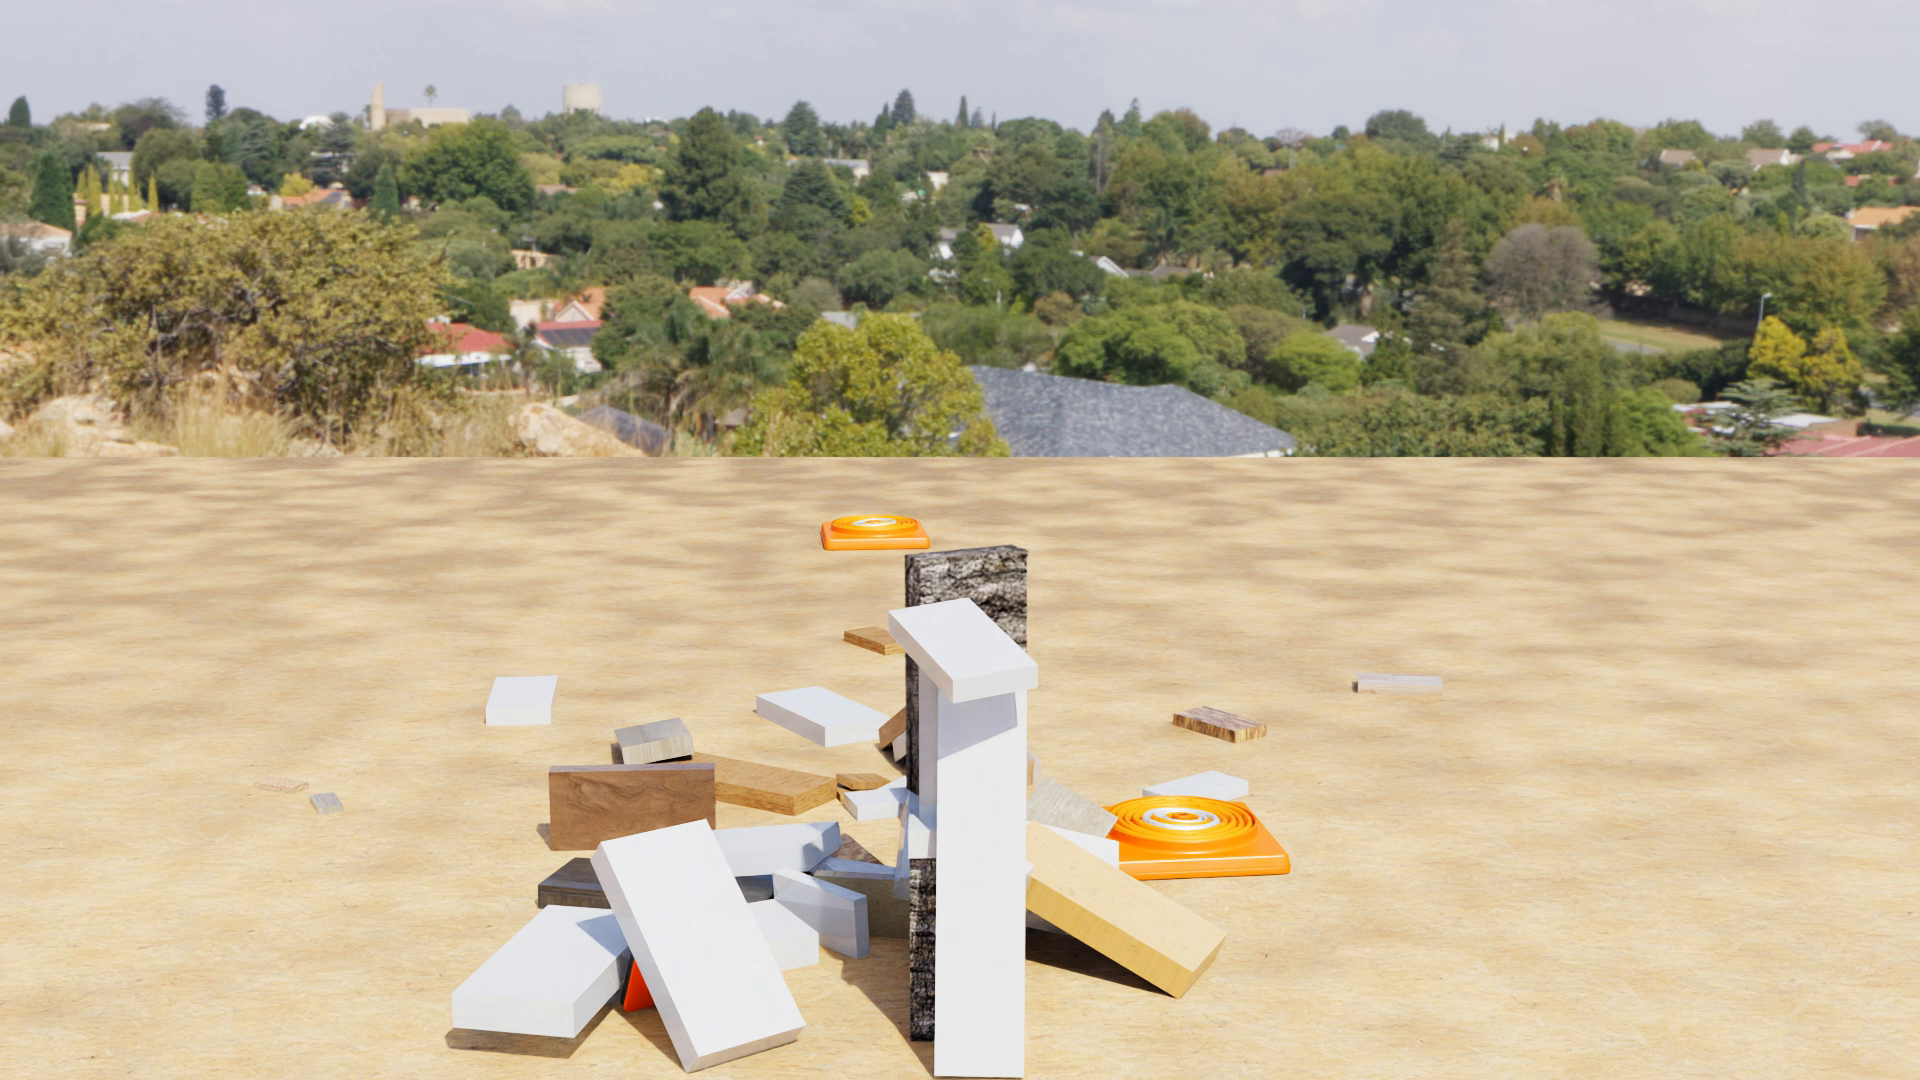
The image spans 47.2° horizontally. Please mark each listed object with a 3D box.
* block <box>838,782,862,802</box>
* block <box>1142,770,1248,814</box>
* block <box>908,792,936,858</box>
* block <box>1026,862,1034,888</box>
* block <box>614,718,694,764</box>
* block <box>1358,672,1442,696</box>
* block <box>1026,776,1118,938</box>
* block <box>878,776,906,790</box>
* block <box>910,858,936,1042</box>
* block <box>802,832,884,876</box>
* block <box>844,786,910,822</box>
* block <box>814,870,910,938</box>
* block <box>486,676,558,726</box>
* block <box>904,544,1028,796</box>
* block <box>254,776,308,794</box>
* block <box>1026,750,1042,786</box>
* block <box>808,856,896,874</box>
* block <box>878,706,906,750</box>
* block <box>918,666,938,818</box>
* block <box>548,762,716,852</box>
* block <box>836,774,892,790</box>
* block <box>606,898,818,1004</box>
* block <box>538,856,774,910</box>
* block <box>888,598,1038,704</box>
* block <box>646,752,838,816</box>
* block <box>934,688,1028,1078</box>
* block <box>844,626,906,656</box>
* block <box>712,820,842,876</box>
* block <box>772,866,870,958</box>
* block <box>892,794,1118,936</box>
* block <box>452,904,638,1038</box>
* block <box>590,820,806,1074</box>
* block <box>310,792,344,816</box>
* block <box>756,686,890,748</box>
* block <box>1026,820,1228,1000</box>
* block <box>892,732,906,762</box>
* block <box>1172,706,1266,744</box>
[{"bbox_3d":[-0.215,0.480,4.221,0.051,0.015,0.103,-3,11,-15],"label":"block"},{"bbox_3d":[0.449,0.479,4.190,0.191,0.027,0.095,-9,14,-39],"label":"block"},{"bbox_3d":[-0.003,0.390,3.131,0.138,0.039,0.275,0,11,-1],"label":"block"},{"bbox_3d":[0.040,0.547,3.313,0.095,0.191,0.027,27,30,18],"label":"block"},{"bbox_3d":[-0.616,0.404,4.413,0.137,0.039,0.274,-10,5,-12],"label":"block"},{"bbox_3d":[0.999,0.329,5.002,0.186,0.026,0.093,2,11,9],"label":"block"},{"bbox_3d":[0.135,0.511,3.574,0.141,0.040,0.282,29,40,12],"label":"block"},{"bbox_3d":[-0.112,0.477,4.235,0.051,0.015,0.103,6,12,28],"label":"block"},{"bbox_3d":[0.000,0.562,3.065,0.138,0.275,0.039,0,11,1],"label":"block"},{"bbox_3d":[-0.215,0.551,3.663,0.099,0.028,0.197,37,24,21],"label":"block"},{"bbox_3d":[-0.113,0.492,4.125,0.191,0.027,0.095,-3,11,-18],"label":"block"},{"bbox_3d":[-0.135,0.577,3.478,0.191,0.095,0.027,2,11,10],"label":"block"},{"bbox_3d":[-0.962,0.352,4.843,0.137,0.039,0.274,-1,11,-7],"label":"block"},{"bbox_3d":[0.010,0.187,3.170,0.172,0.345,0.049,-5,12,-27],"label":"block"},{"bbox_3d":[-1.313,0.475,4.255,0.093,0.013,0.046,4,11,21],"label":"block"},{"bbox_3d":[0.027,0.380,3.891,0.152,0.043,0.304,-1,8,-15],"label":"block"},{"bbox_3d":[-0.142,0.557,3.613,0.197,0.028,0.099,14,3,-30],"label":"block"},{"bbox_3d":[-0.050,0.362,4.409,0.154,0.044,0.309,-3,-16,-18],"label":"block"},{"bbox_3d":[0.004,0.264,3.043,0.120,0.239,0.034,0,11,1],"label":"block"},{"bbox_3d":[-0.579,0.473,3.901,0.290,0.145,0.041,-1,11,-4],"label":"block"},{"bbox_3d":[-0.185,0.464,4.234,0.051,0.015,0.103,19,9,43],"label":"block"},{"bbox_3d":[-0.451,0.628,3.330,0.441,0.049,0.172,-6,12,-27],"label":"block"},{"bbox_3d":[-0.484,0.579,3.615,0.386,0.041,0.145,3,11,14],"label":"block"},{"bbox_3d":[0.001,0.146,2.967,0.120,0.034,0.239,-9,23,-20],"label":"block"},{"bbox_3d":[-0.434,0.465,4.236,0.387,0.039,0.137,7,12,32],"label":"block"},{"bbox_3d":[0.029,0.442,2.970,0.120,0.554,0.034,0,-3,2],"label":"block"},{"bbox_3d":[-0.198,0.249,5.434,0.093,0.026,0.186,-7,13,-35],"label":"block"},{"bbox_3d":[-0.356,0.512,3.613,0.290,0.041,0.145,-7,7,21],"label":"block"},{"bbox_3d":[-0.218,0.583,3.443,0.191,0.095,0.027,10,19,44],"label":"block"},{"bbox_3d":[0.076,0.519,3.469,0.349,0.049,0.175,13,39,-7],"label":"block"},{"bbox_3d":[-0.572,0.612,3.148,0.175,0.049,0.349,2,11,11],"label":"block"},{"bbox_3d":[-0.369,0.563,3.080,0.172,0.049,0.345,-8,56,-37],"label":"block"},{"bbox_3d":[-1.193,0.496,4.140,0.046,0.013,0.093,-5,12,-26],"label":"block"},{"bbox_3d":[-0.296,0.376,4.704,0.154,0.044,0.309,-7,12,-32],"label":"block"},{"bbox_3d":[0.219,0.557,3.342,0.349,0.049,0.175,29,20,17],"label":"block"},{"bbox_3d":[-0.017,0.379,4.318,0.154,0.044,0.309,-3,-16,-18],"label":"block"},{"bbox_3d":[0.550,0.391,4.666,0.093,0.026,0.186,-8,13,-37],"label":"block"}]
